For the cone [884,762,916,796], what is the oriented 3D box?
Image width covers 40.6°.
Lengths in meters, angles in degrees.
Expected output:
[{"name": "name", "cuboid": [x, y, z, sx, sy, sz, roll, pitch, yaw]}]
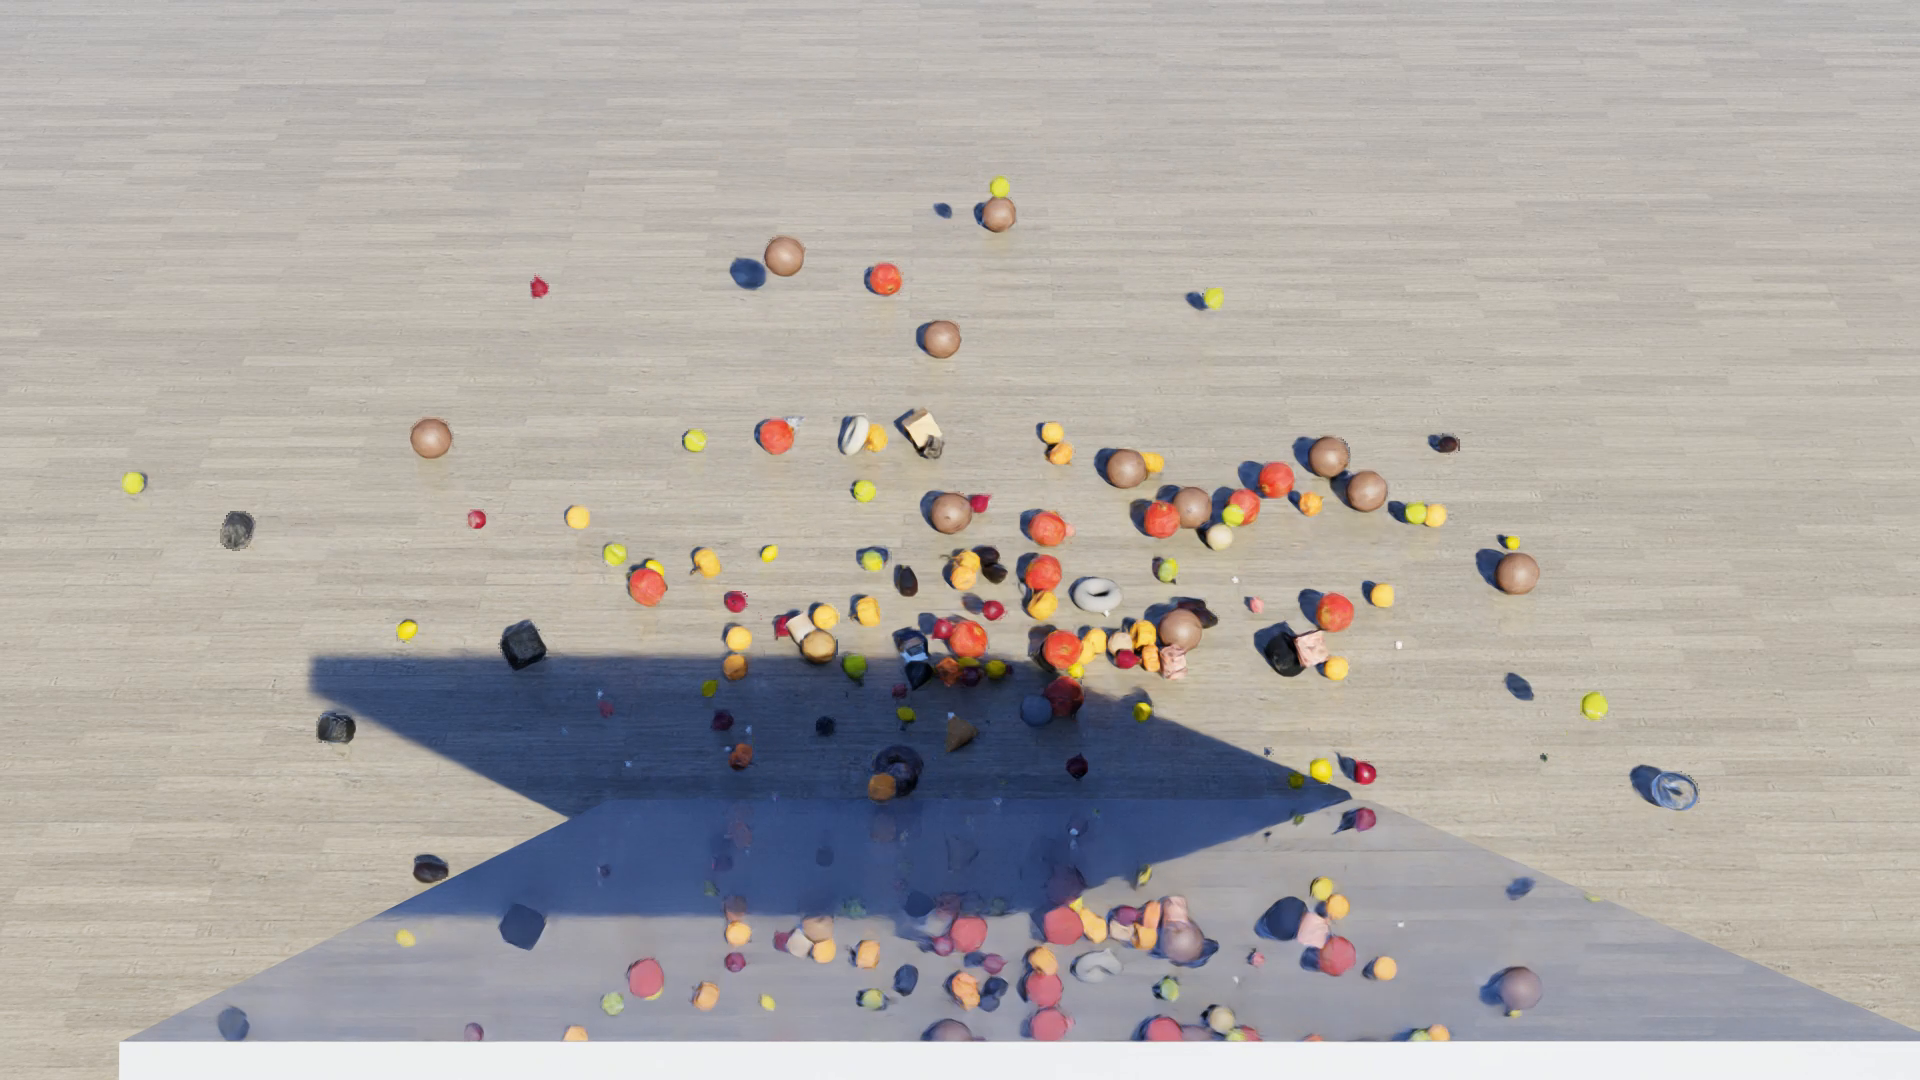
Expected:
[{"name": "cone", "cuboid": [-0.148, 0.637, 6.931, 0.092, 0.092, 0.092, -11, -3, -16]}]

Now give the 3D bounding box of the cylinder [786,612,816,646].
[{"name": "cylinder", "cuboid": [-0.456, 0.257, 7.495, 0.069, 0.069, 0.069, -26, 77, -32]}]

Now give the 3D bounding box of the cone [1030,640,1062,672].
[{"name": "cone", "cuboid": [0.227, 0.332, 7.446, 0.093, 0.093, 0.093, -32, 19, -37]}]

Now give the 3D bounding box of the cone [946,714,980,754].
[{"name": "cone", "cuboid": [-0.014, 0.549, 7.137, 0.098, 0.098, 0.098, 22, 67, 28]}]

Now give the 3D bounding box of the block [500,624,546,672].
[{"name": "block", "cuboid": [-1.243, 0.307, 7.402, 0.087, 0.087, 0.087, -24, 78, -28]}]

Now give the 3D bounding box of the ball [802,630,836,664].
[{"name": "ball", "cuboid": [-0.404, 0.307, 7.433, 0.098, 0.098, 0.098, 0, 35, 0]}]

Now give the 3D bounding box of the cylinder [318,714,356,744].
[{"name": "cylinder", "cuboid": [-1.708, 0.519, 7.115, 0.073, 0.073, 0.073, 13, 19, -46]}]

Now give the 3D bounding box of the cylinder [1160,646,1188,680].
[{"name": "cylinder", "cuboid": [0.606, 0.347, 7.358, 0.072, 0.072, 0.072, -4, 27, 2]}]

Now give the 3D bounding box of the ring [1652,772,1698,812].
[{"name": "ring", "cuboid": [1.900, 0.669, 6.907, 0.124, 0.041, 0.124, 4, 43, -4]}]

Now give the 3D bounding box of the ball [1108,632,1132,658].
[{"name": "ball", "cuboid": [0.458, 0.298, 7.438, 0.074, 0.074, 0.074, 0, 35, 0]}]

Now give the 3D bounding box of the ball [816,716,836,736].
[{"name": "ball", "cuboid": [-0.372, 0.516, 7.176, 0.054, 0.054, 0.054, 0, 35, 0]}]

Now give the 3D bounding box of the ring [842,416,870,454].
[{"name": "ring", "cuboid": [-0.333, -0.334, 8.288, 0.045, 0.136, 0.136, 23, 31, -19]}]

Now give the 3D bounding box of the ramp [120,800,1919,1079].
[{"name": "ramp", "cuboid": [0.078, 0.667, 4.847, 2.000, 0.100, 4.000, 0, -2, 0]}]

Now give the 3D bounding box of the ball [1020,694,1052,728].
[{"name": "ball", "cuboid": [0.209, 0.472, 7.176, 0.091, 0.091, 0.091, 0, 35, 0]}]

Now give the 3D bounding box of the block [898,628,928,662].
[{"name": "block", "cuboid": [-0.133, 0.307, 7.463, 0.063, 0.063, 0.063, -19, 40, -25]}]

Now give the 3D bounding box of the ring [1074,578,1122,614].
[{"name": "ring", "cuboid": [0.407, 0.163, 7.680, 0.146, 0.049, 0.146, -1, 34, 0]}]

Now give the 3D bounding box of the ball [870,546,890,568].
[{"name": "ball", "cuboid": [-0.242, 0.051, 7.826, 0.062, 0.062, 0.062, 0, 35, 0]}]

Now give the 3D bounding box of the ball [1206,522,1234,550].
[{"name": "ball", "cuboid": [0.788, -0.010, 7.891, 0.084, 0.084, 0.084, 0, 35, 0]}]

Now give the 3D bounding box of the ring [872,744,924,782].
[{"name": "ring", "cuboid": [-0.170, 0.609, 7.043, 0.141, 0.047, 0.141, -4, 38, 3]}]

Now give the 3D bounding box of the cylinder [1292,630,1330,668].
[{"name": "cylinder", "cuboid": [0.988, 0.305, 7.314, 0.085, 0.085, 0.085, -17, 2, 1]}]

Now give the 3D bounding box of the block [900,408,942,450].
[{"name": "block", "cuboid": [-0.123, -0.357, 8.336, 0.087, 0.087, 0.087, -33, 20, -5]}]
